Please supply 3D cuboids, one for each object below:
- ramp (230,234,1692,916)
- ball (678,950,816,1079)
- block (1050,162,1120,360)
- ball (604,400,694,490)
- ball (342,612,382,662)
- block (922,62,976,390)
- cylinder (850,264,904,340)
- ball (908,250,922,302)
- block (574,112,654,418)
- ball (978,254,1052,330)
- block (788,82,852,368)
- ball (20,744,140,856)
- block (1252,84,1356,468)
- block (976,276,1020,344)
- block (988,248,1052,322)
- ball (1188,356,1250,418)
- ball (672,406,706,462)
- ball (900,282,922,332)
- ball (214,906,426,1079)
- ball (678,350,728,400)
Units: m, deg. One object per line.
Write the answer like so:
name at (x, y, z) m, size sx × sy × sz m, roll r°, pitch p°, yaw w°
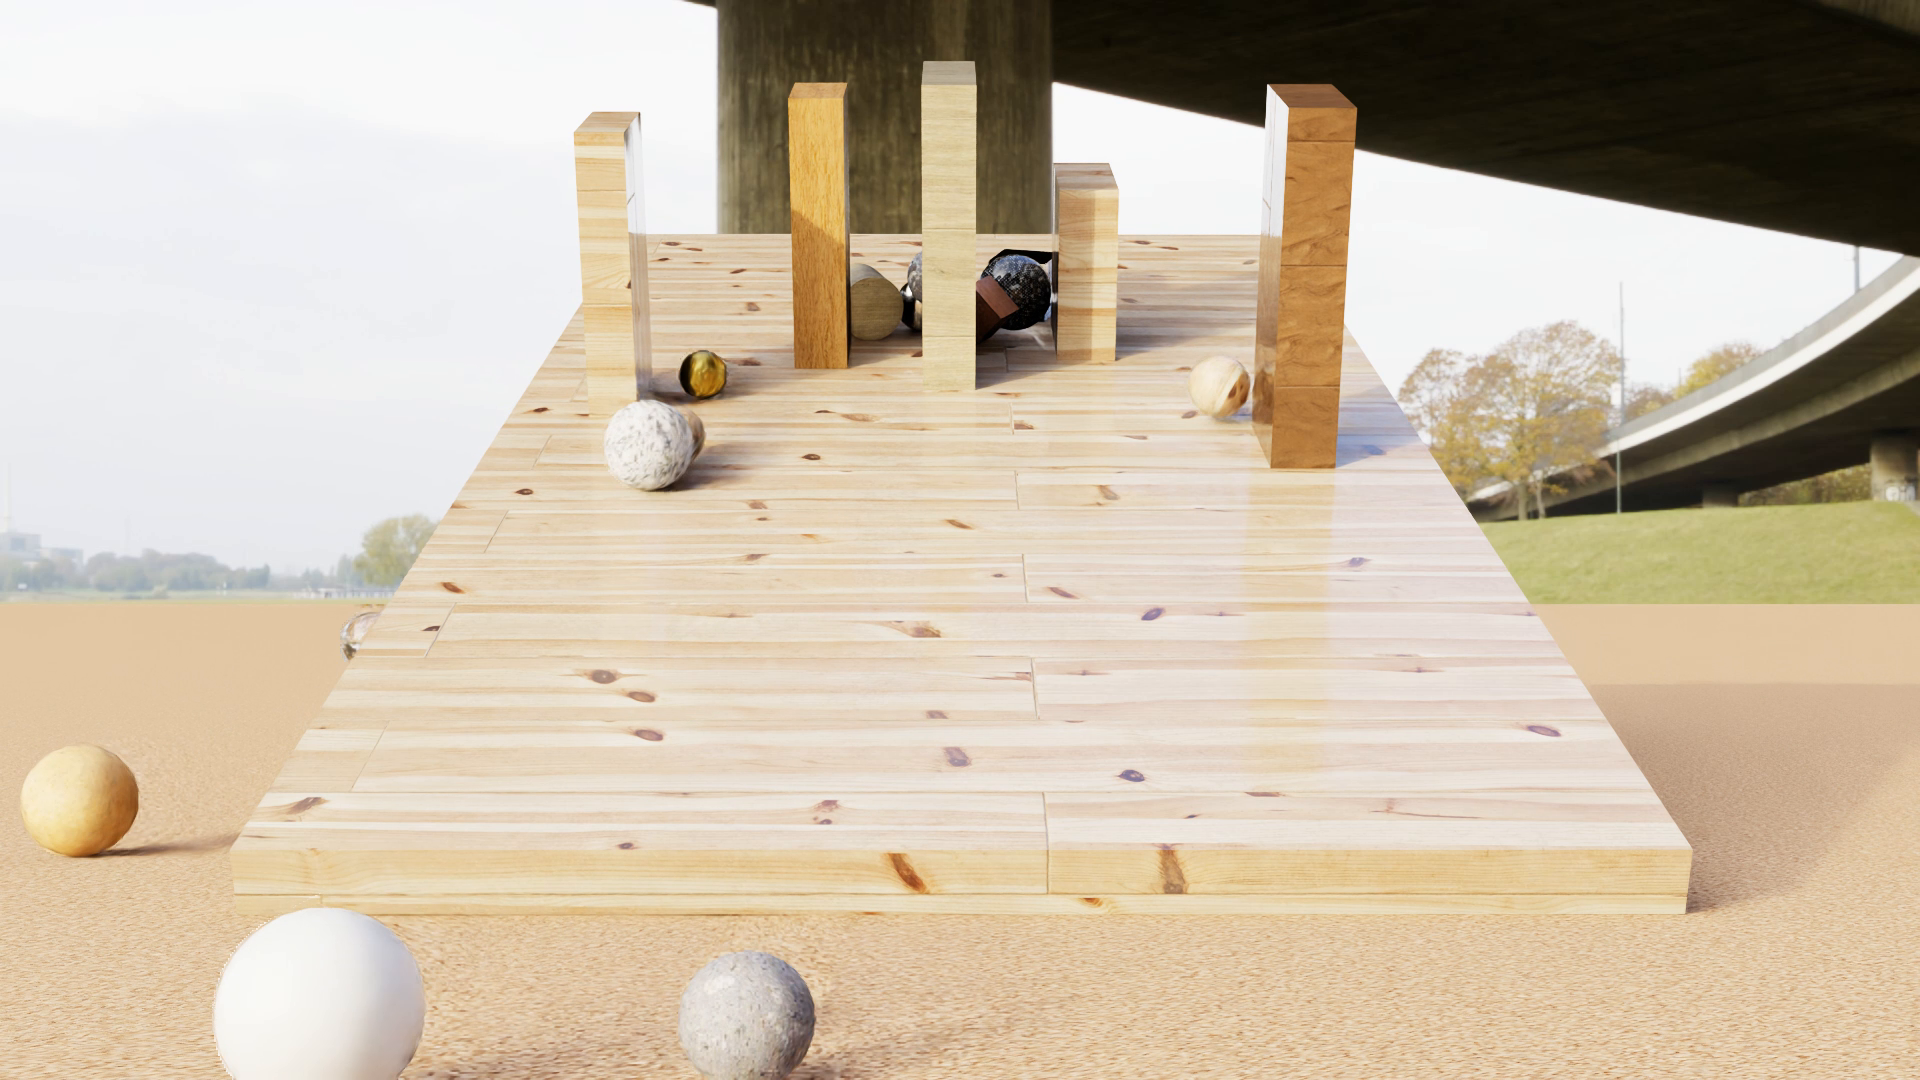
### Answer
ramp at (-0.005, -0.205, 4.991) m, size 2.000 × 0.100 × 4.000 m, roll 0°, pitch 20°, yaw 0°
ball at (-0.190, 0.428, 2.020) m, size 0.122 × 0.122 × 0.122 m, roll 0°, pitch -1°, yaw 0°
block at (0.305, -0.692, 5.588) m, size 0.141 × 0.416 × 0.363 m, roll 0°, pitch 20°, yaw 0°
ball at (-0.624, -0.190, 4.535) m, size 0.180 × 0.180 × 0.180 m, roll 0°, pitch -1°, yaw 0°
ball at (-1.114, 0.191, 4.287) m, size 0.113 × 0.113 × 0.113 m, roll 0°, pitch -1°, yaw 0°
block at (-0.026, -0.741, 5.301) m, size 0.121 × 0.700 × 0.381 m, roll 0°, pitch 20°, yaw 0°
cylinder at (-0.242, -0.602, 5.710) m, size 0.162 × 0.162 × 0.162 m, roll 0°, pitch 19°, yaw -18°
ball at (-0.055, -0.653, 5.617) m, size 0.154 × 0.154 × 0.154 m, roll 0°, pitch -1°, yaw 0°
block at (-0.769, -0.615, 5.047) m, size 0.107 × 0.634 × 0.281 m, roll 0°, pitch 20°, yaw 0°
ball at (0.138, -0.628, 5.739) m, size 0.193 × 0.193 × 0.193 m, roll 0°, pitch -1°, yaw 0°
block at (-0.333, -0.753, 5.419) m, size 0.126 × 0.642 × 0.243 m, roll 0°, pitch 20°, yaw 0°
ball at (-1.491, 0.442, 3.835) m, size 0.189 × 0.189 × 0.189 m, roll 0°, pitch -1°, yaw 0°
block at (0.710, -0.551, 4.710) m, size 0.135 × 0.743 × 0.312 m, roll 0°, pitch 20°, yaw 0°
block at (0.052, -0.569, 5.623) m, size 0.113 × 0.113 × 0.113 m, roll -43°, pitch -4°, yaw 31°
block at (0.168, -0.666, 5.907) m, size 0.151 × 0.151 × 0.151 m, roll 6°, pitch 21°, yaw 16°
ball at (0.570, -0.338, 4.975) m, size 0.138 × 0.138 × 0.138 m, roll 0°, pitch -1°, yaw 0°
ball at (-0.589, -0.216, 4.691) m, size 0.123 × 0.123 × 0.123 m, roll 0°, pitch -1°, yaw 0°
ball at (-0.097, -0.598, 5.741) m, size 0.134 × 0.134 × 0.134 m, roll 0°, pitch -1°, yaw 0°
ball at (-0.543, 0.400, 1.926) m, size 0.174 × 0.174 × 0.174 m, roll 0°, pitch -1°, yaw 0°
ball at (-0.585, -0.377, 5.158) m, size 0.111 × 0.111 × 0.111 m, roll 0°, pitch -1°, yaw 0°
